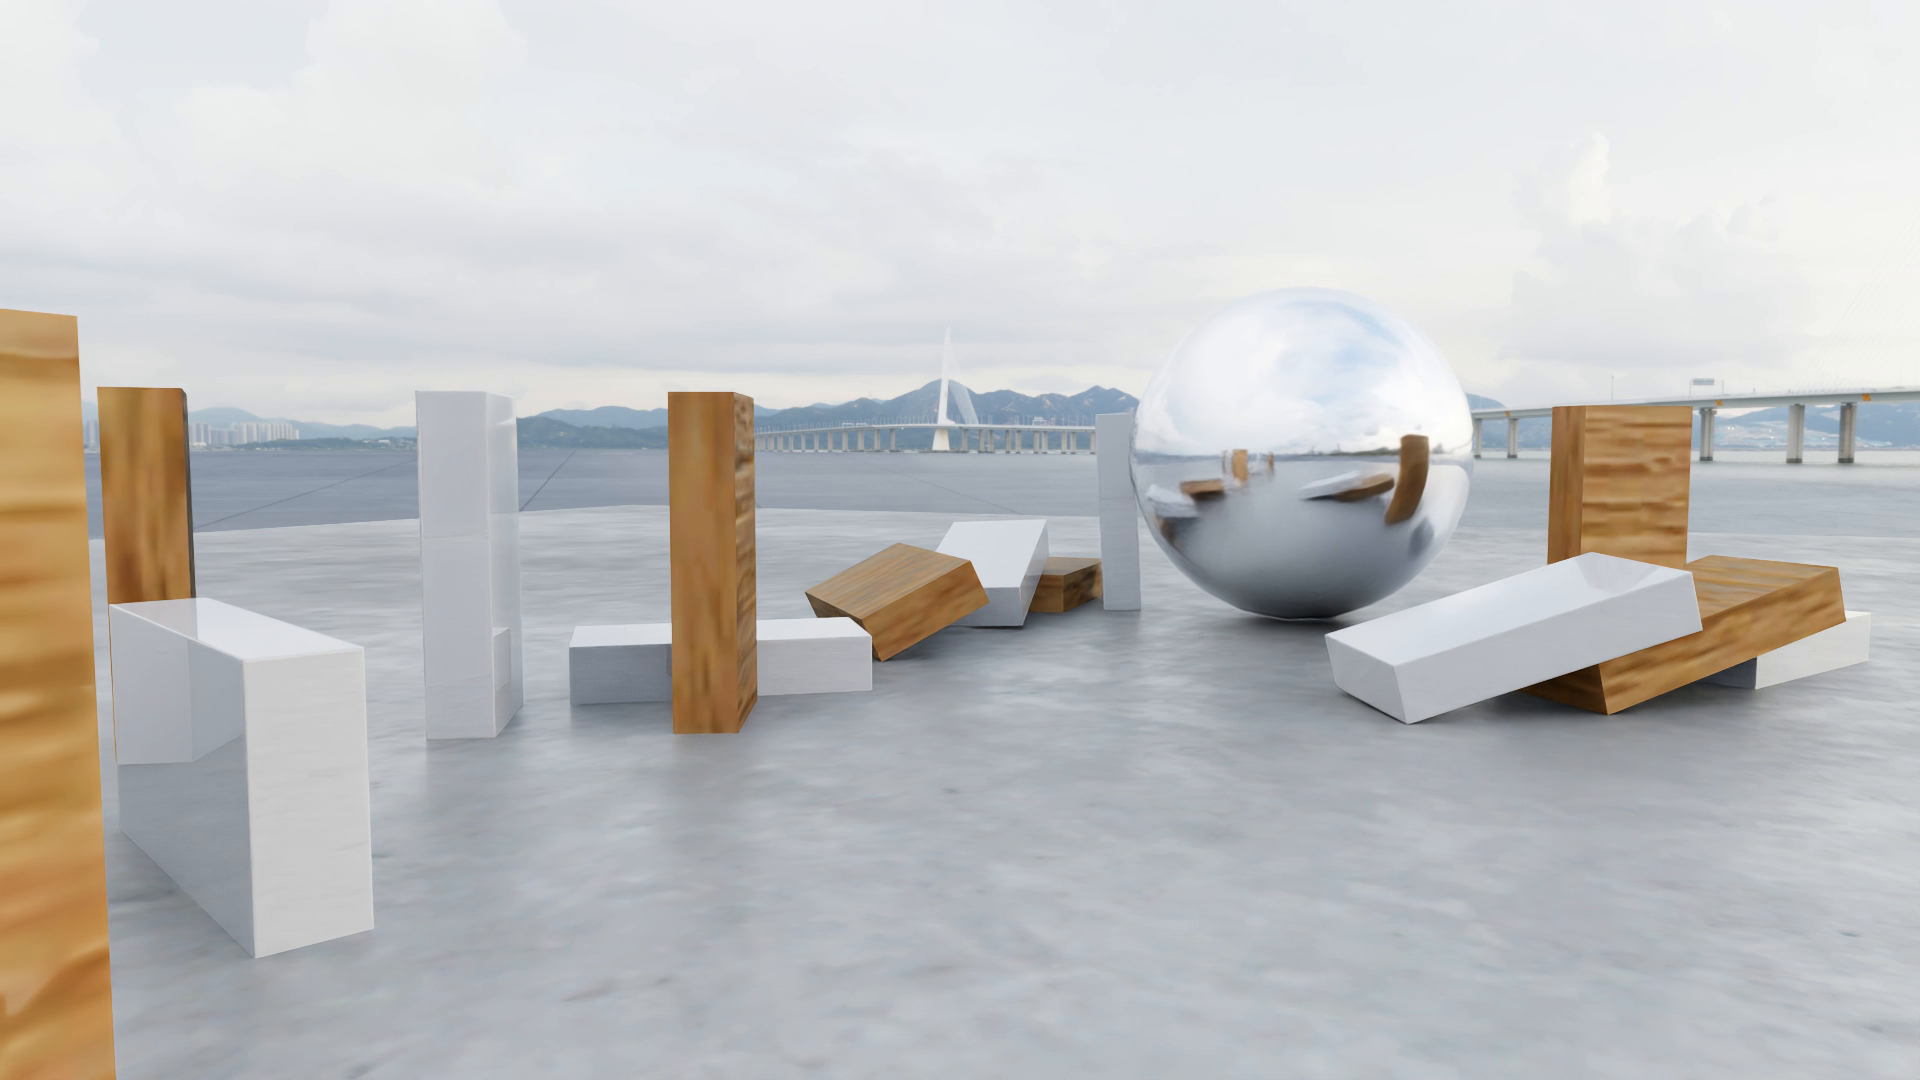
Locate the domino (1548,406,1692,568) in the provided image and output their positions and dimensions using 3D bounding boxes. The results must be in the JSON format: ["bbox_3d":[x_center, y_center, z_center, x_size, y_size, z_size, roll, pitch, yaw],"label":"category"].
[{"bbox_3d":[0.133,-0.002,0.260,0.025,0.050,0.009,-1,4,-14],"label":"domino"}]

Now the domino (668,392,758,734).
[{"bbox_3d":[-0.038,0.003,0.199,0.010,0.050,0.025,0,4,-3],"label":"domino"}]

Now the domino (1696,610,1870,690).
[{"bbox_3d":[0.151,0.019,0.247,0.050,0.010,0.025,-3,5,-36],"label":"domino"}]

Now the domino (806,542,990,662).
[{"bbox_3d":[-0.015,0.012,0.276,0.025,0.010,0.050,-28,13,-16],"label":"domino"}]

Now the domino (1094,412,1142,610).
[{"bbox_3d":[0.041,-0.008,0.338,0.009,0.050,0.025,-2,4,6],"label":"domino"}]

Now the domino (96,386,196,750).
[{"bbox_3d":[-0.115,0.004,0.183,0.009,0.050,0.025,-2,5,-29],"label":"domino"}]

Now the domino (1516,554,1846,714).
[{"bbox_3d":[0.120,0.015,0.219,0.050,0.010,0.025,-17,9,-15],"label":"domino"}]

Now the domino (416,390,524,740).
[{"bbox_3d":[-0.074,0.003,0.195,0.009,0.050,0.025,-1,4,-10],"label":"domino"}]

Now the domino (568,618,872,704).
[{"bbox_3d":[-0.042,0.021,0.227,0.050,0.010,0.025,-1,4,-14],"label":"domino"}]

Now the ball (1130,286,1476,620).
[{"bbox_3d":[0.082,-0.021,0.310,0.080,0.080,0.080,0,4,0],"label":"ball"}]

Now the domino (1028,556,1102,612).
[{"bbox_3d":[0.023,0.012,0.351,0.025,0.010,0.050,2,5,21],"label":"domino"}]

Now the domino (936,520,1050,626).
[{"bbox_3d":[0.006,0.007,0.318,0.025,0.009,0.050,-2,18,12],"label":"domino"}]

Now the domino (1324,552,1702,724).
[{"bbox_3d":[0.089,0.015,0.209,0.050,0.009,0.025,-16,9,-6],"label":"domino"}]

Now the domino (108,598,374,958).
[{"bbox_3d":[-0.072,0.021,0.126,0.009,0.025,0.050,-4,6,-44],"label":"domino"}]

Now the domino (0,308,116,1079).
[{"bbox_3d":[-0.060,0.013,0.067,0.010,0.050,0.025,1,5,18],"label":"domino"}]
